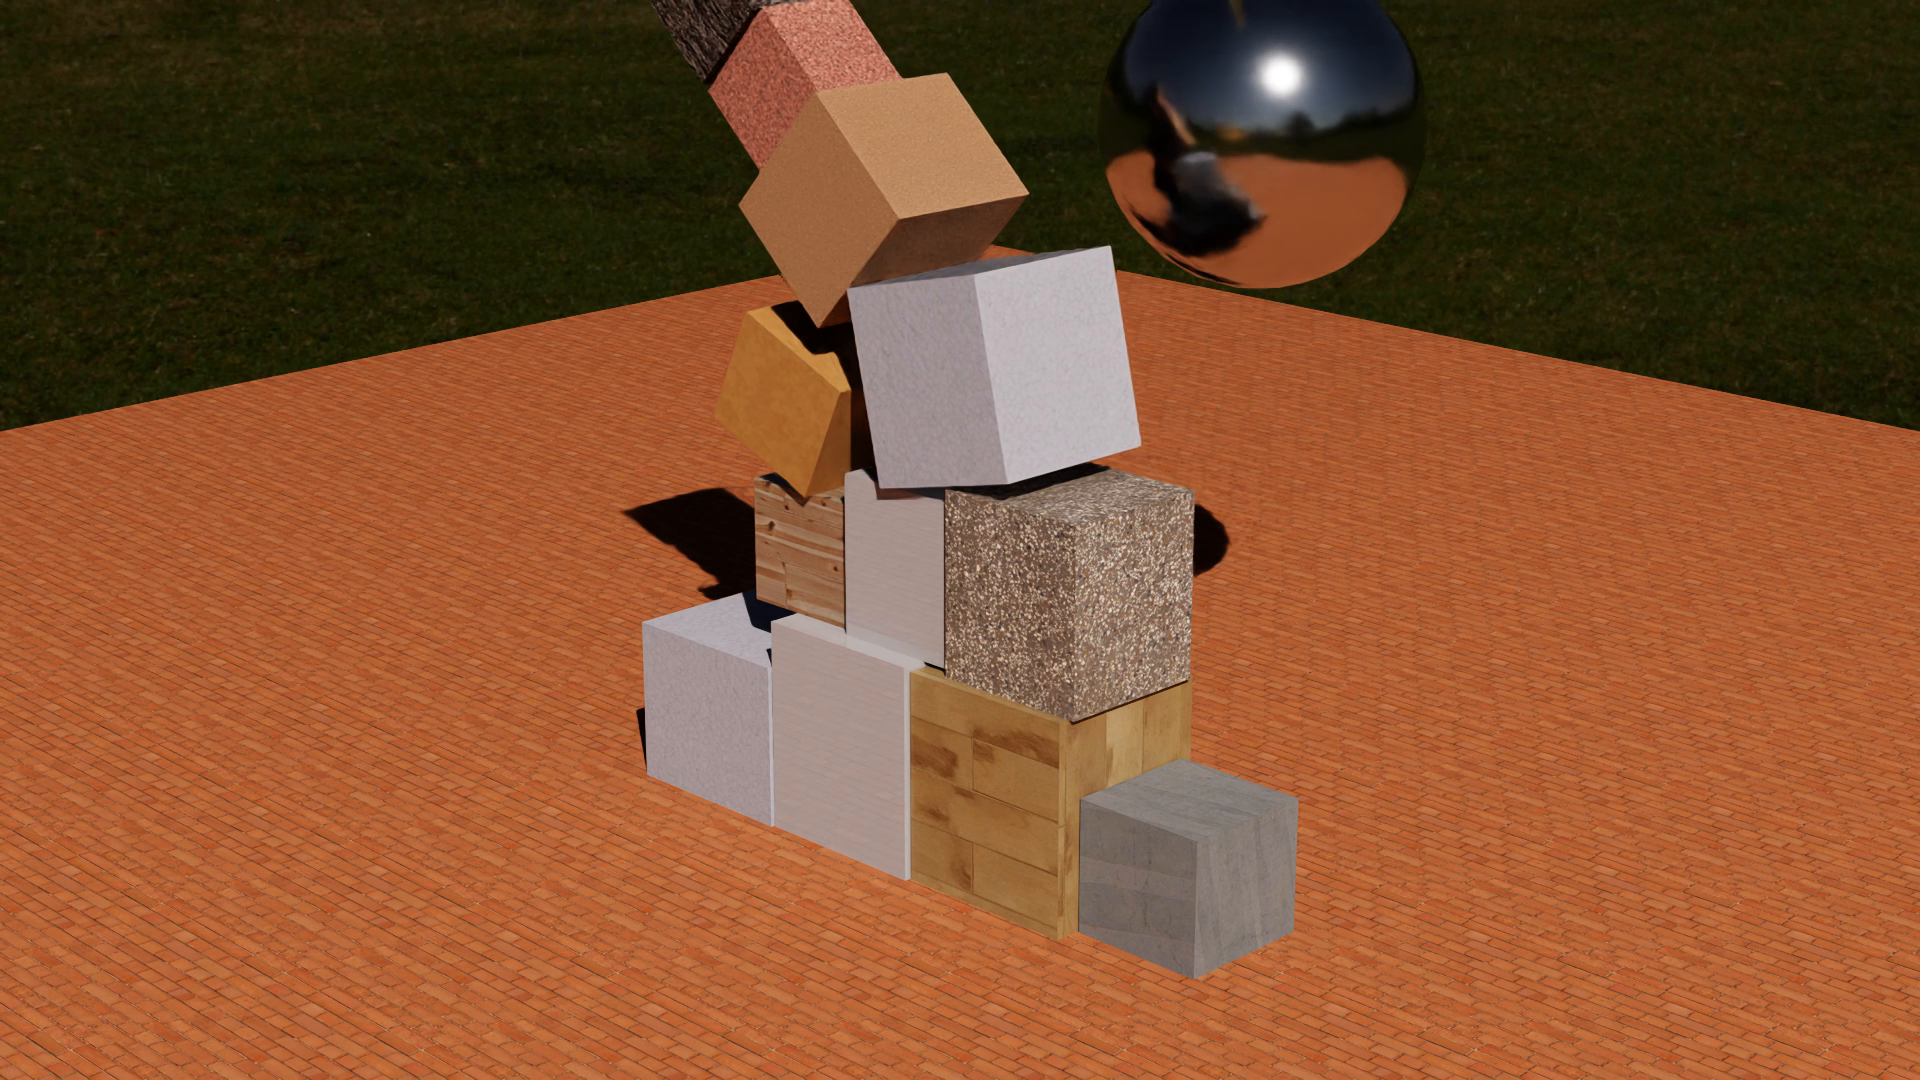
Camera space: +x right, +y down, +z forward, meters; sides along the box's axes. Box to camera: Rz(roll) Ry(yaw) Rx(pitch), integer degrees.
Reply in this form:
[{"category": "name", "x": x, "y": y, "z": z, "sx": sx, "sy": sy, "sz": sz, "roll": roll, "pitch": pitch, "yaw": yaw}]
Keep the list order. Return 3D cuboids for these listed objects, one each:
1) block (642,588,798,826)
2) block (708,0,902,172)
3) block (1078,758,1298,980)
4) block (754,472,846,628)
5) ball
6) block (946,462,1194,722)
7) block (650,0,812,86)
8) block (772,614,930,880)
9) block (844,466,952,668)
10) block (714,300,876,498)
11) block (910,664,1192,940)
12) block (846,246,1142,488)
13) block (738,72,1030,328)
[{"category": "block", "x": -0.871, "y": 0.778, "z": 14.528, "sx": 1.016, "sy": 0.805, "sz": 0.934, "roll": -17, "pitch": 24, "yaw": -42}, {"category": "block", "x": -0.694, "y": -2.054, "z": 13.424, "sx": 0.518, "sy": 0.572, "sz": 0.574, "roll": -17, "pitch": 67, "yaw": -42}, {"category": "block", "x": 0.993, "y": 1.419, "z": 12.773, "sx": 0.671, "sy": 0.633, "sz": 0.663, "roll": -17, "pitch": 24, "yaw": -42}, {"category": "block", "x": -0.520, "y": 0.002, "z": 13.885, "sx": 0.600, "sy": 0.602, "sz": 0.676, "roll": -17, "pitch": 24, "yaw": -42}, {"category": "ball", "x": 1.467, "y": -2.021, "z": 14.244, "sx": 1.600, "sy": 1.600, "sz": 1.600, "roll": 0, "pitch": 17, "yaw": 0}, {"category": "block", "x": 0.479, "y": 0.197, "z": 12.891, "sx": 0.758, "sy": 0.873, "sz": 0.777, "roll": -17, "pitch": 24, "yaw": -42}, {"category": "block", "x": -0.991, "y": -2.527, "z": 13.580, "sx": 0.592, "sy": 0.529, "sz": 0.568, "roll": -17, "pitch": 68, "yaw": -42}, {"category": "block", "x": -0.226, "y": 0.866, "z": 13.862, "sx": 0.963, "sy": 1.035, "sz": 0.894, "roll": -17, "pitch": 24, "yaw": -42}, {"category": "block", "x": -0.028, "y": 0.062, "z": 13.407, "sx": 0.730, "sy": 0.774, "sz": 0.673, "roll": -17, "pitch": 24, "yaw": -42}, {"category": "block", "x": -0.605, "y": -0.702, "z": 13.755, "sx": 0.715, "sy": 0.595, "sz": 0.673, "roll": -18, "pitch": 49, "yaw": -44}, {"category": "block", "x": 0.407, "y": 1.076, "z": 13.236, "sx": 0.866, "sy": 1.010, "sz": 0.915, "roll": -17, "pitch": 24, "yaw": -42}, {"category": "block", "x": 0.154, "y": -0.763, "z": 12.970, "sx": 0.857, "sy": 0.901, "sz": 0.810, "roll": -17, "pitch": 11, "yaw": -42}, {"category": "block", "x": -0.348, "y": -1.537, "z": 13.245, "sx": 0.813, "sy": 0.780, "sz": 0.719, "roll": -17, "pitch": 67, "yaw": -42}]
